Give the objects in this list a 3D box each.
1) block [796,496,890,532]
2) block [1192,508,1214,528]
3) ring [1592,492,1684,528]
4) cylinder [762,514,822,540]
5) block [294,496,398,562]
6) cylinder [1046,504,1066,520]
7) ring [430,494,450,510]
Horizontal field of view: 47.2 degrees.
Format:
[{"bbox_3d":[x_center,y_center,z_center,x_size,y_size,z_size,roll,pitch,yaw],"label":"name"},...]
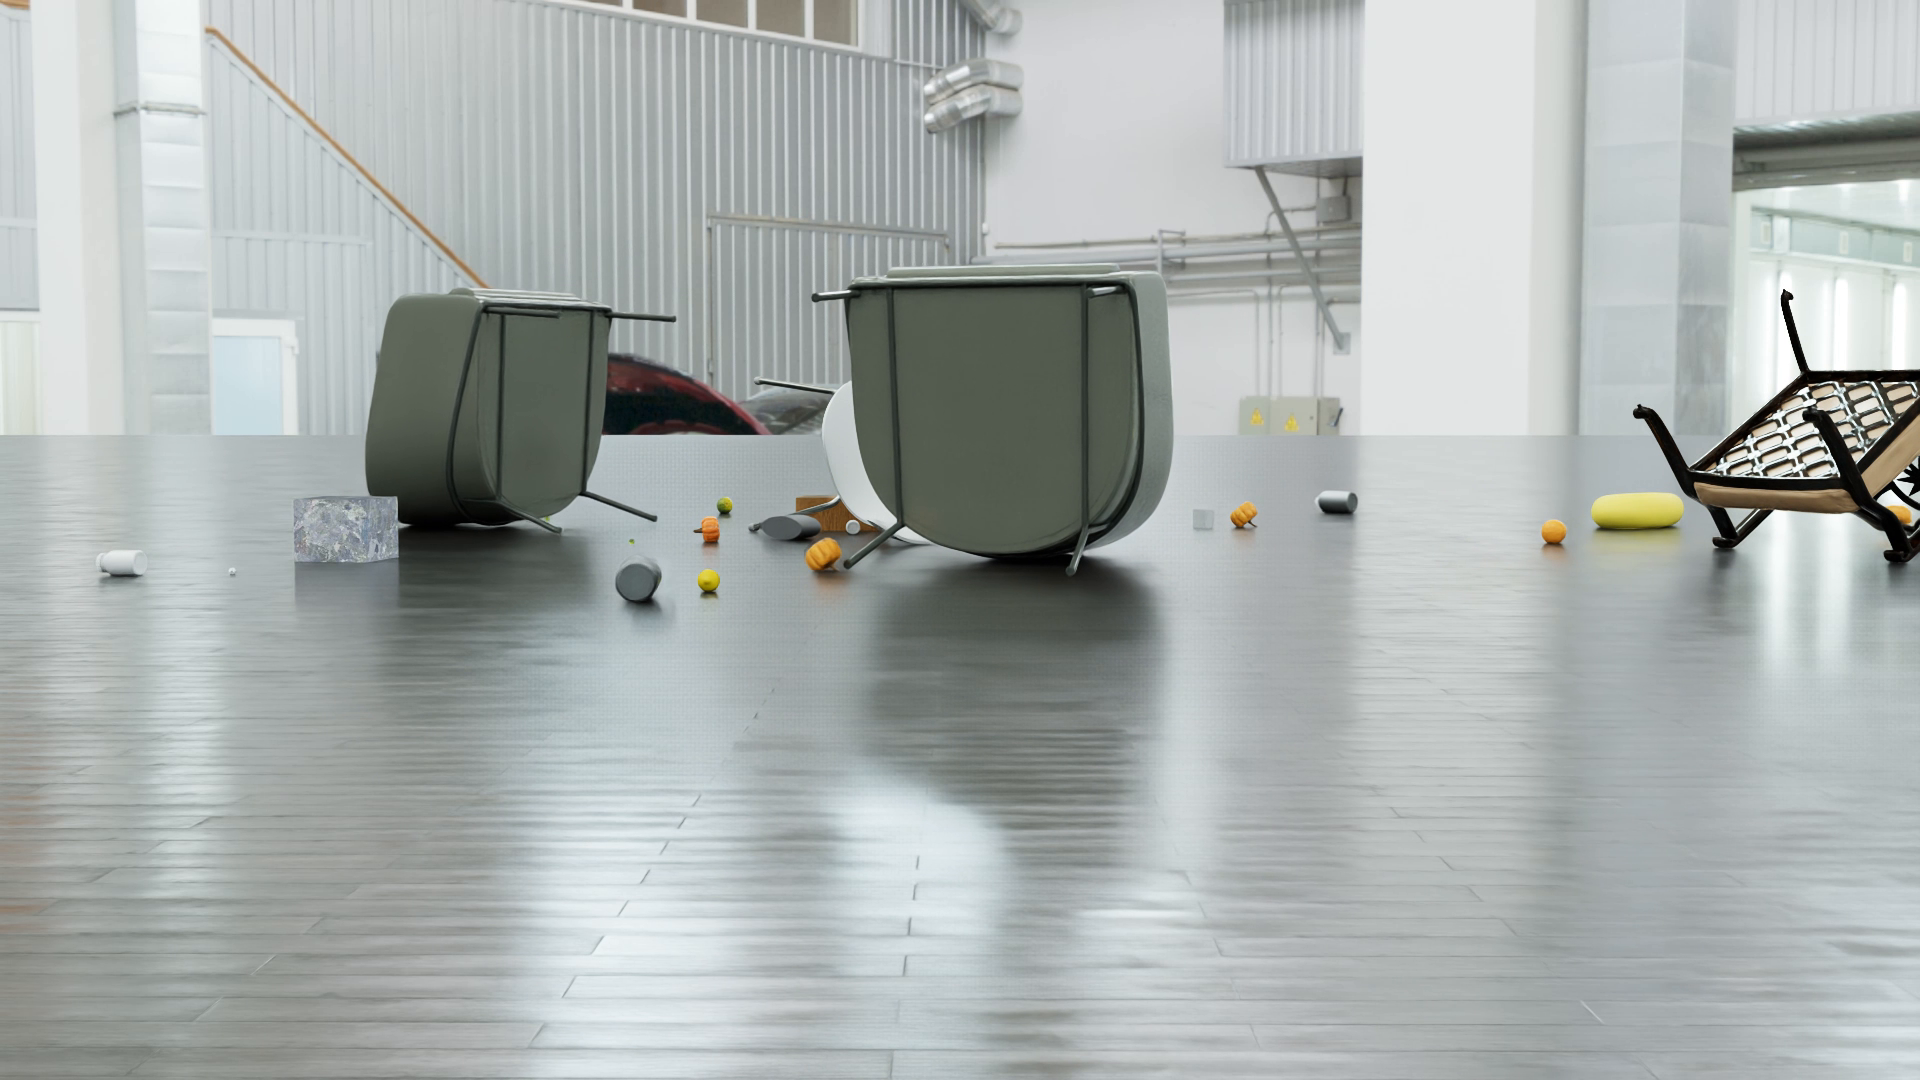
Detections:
[{"bbox_3d":[-0.374,-0.087,7.050,0.284,0.104,0.175,0,4,3],"label":"block"},{"bbox_3d":[0.788,-0.070,7.125,0.037,0.059,0.059,-3,5,-34],"label":"block"},{"bbox_3d":[2.221,-0.096,7.206,0.405,0.105,0.235,-4,5,-41],"label":"ring"},{"bbox_3d":[-0.506,-0.039,6.600,0.164,0.070,0.086,4,6,39],"label":"cylinder"},{"bbox_3d":[-1.618,-0.030,5.802,0.200,0.162,0.193,1,4,10],"label":"block"},{"bbox_3d":[0.332,-0.098,7.594,0.055,0.051,0.086,1,4,15],"label":"cylinder"},{"bbox_3d":[-1.952,-0.142,8.261,0.069,0.050,0.088,2,5,3],"label":"ring"}]
